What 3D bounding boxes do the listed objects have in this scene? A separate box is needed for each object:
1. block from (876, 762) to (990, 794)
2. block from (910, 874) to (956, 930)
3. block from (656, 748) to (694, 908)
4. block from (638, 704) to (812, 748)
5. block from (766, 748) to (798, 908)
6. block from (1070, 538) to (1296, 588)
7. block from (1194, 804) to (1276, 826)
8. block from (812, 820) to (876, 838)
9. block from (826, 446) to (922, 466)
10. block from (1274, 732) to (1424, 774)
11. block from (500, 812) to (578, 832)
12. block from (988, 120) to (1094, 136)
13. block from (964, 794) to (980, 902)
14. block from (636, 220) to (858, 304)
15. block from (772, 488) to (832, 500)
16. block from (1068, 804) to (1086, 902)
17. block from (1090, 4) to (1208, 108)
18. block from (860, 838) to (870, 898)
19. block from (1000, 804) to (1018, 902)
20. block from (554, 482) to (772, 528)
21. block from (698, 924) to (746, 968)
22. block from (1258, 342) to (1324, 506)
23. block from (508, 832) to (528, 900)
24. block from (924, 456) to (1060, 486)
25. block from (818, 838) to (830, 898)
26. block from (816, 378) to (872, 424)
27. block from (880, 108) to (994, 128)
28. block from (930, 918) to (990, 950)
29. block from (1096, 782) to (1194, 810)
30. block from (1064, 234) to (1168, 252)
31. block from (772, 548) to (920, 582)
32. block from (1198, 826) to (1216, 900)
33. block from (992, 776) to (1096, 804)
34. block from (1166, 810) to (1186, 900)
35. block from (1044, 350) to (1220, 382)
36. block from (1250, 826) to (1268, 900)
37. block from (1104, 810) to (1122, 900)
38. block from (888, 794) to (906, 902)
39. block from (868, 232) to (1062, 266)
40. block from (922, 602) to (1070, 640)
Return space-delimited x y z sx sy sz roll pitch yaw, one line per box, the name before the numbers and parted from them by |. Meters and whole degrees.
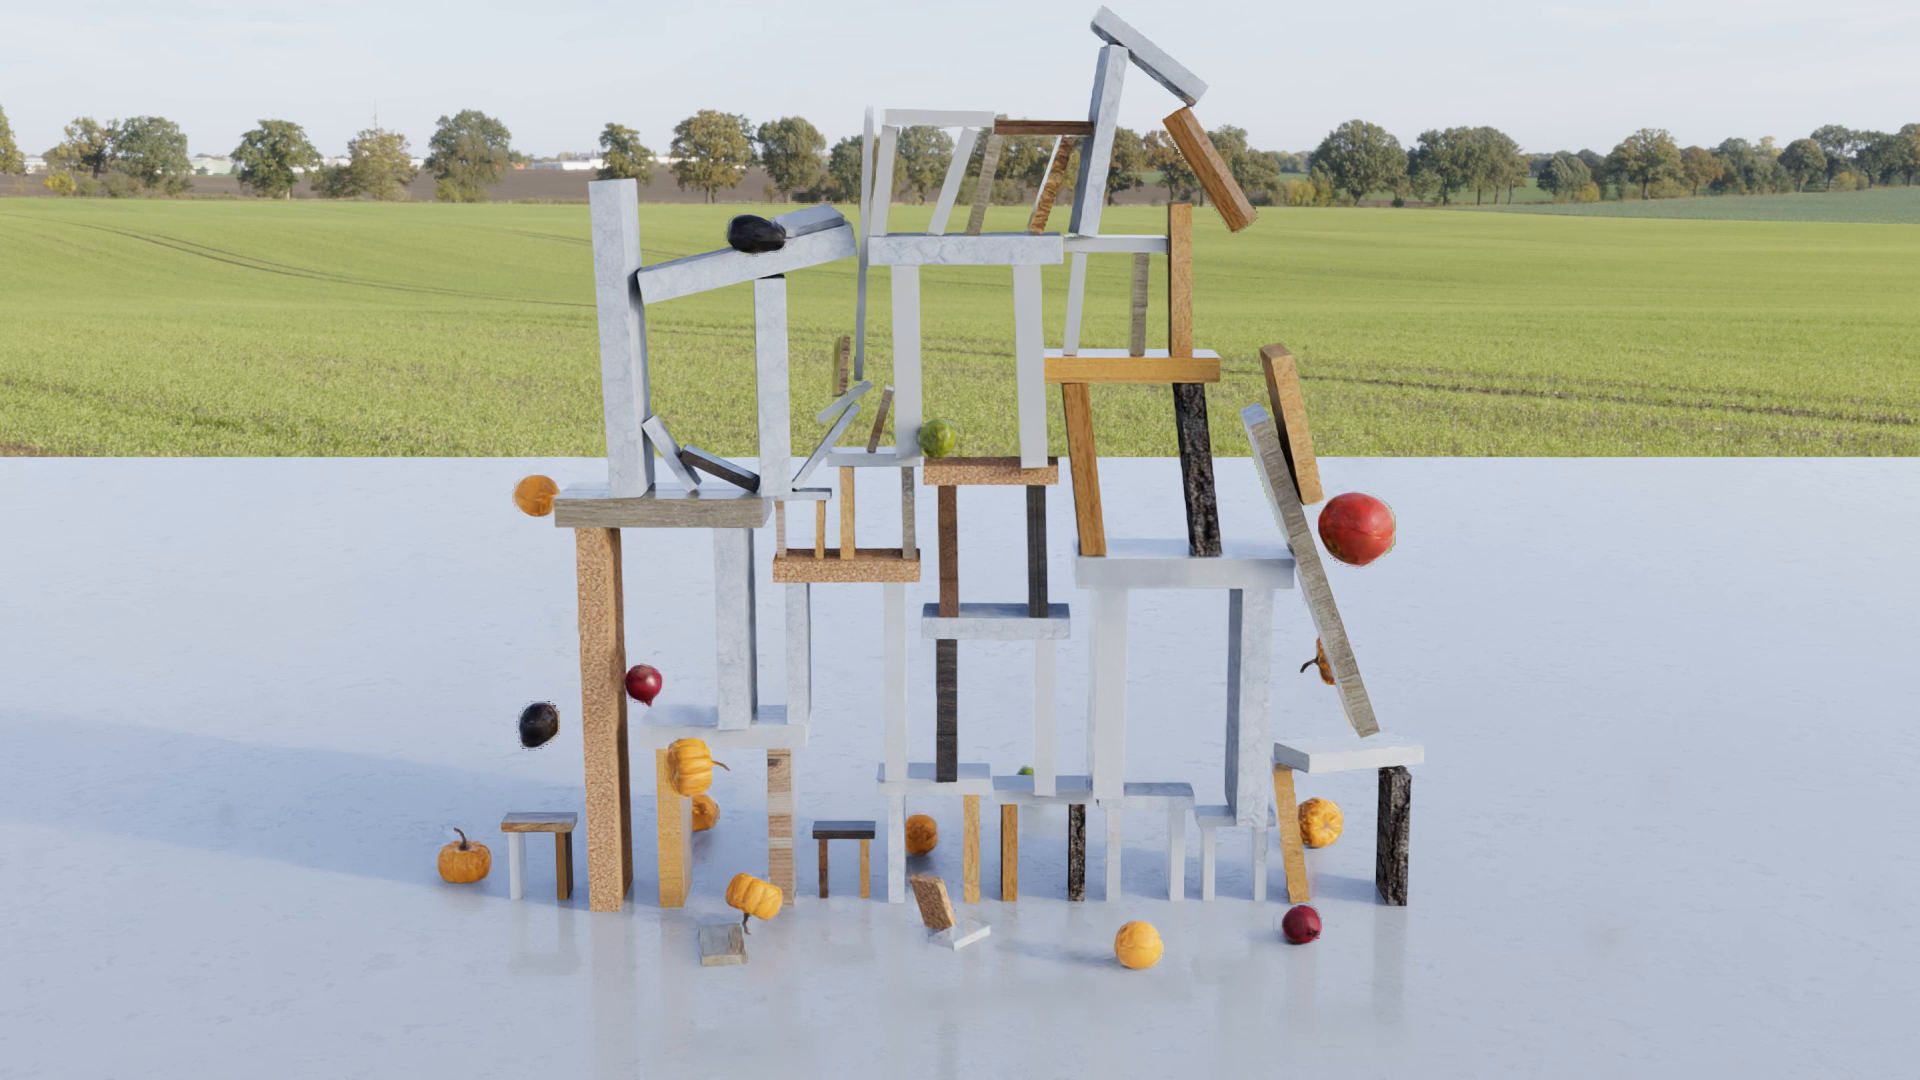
block | -0.043 0.394 3.635 0.185 0.026 0.093 0 11 0
block | -0.041 0.574 3.479 0.052 0.103 0.015 5 38 30
block | -0.473 0.457 3.646 0.038 0.269 0.135 0 11 0
block | -0.384 0.306 3.618 0.269 0.038 0.135 0 11 0
block | -0.293 0.457 3.646 0.038 0.269 0.135 0 11 0
block | 0.357 0.037 3.566 0.346 0.049 0.173 0 10 0
block | 0.454 0.456 3.640 0.128 0.018 0.064 0 11 0
block | -0.192 0.481 3.652 0.103 0.015 0.051 0 11 0
block | -0.138 -0.134 3.540 0.149 0.021 0.075 0 11 0
block | 0.643 0.352 3.640 0.221 0.031 0.110 -2 8 -23
block | -0.697 0.468 3.646 0.116 0.016 0.058 0 11 0
block | 0.125 -0.644 3.436 0.155 0.022 0.077 0 11 -6
block | 0.019 0.498 3.654 0.026 0.185 0.093 0 11 0
block | -0.337 -0.443 3.497 0.342 0.048 0.171 -14 11 -3
block | -0.255 -0.074 3.541 0.094 0.013 0.047 0 11 -2
block | 0.194 0.507 3.658 0.024 0.167 0.084 0 11 0
block | 0.294 -0.754 3.433 0.206 0.029 0.103 37 5 -2
block | -0.158 0.539 3.663 0.015 0.103 0.051 0 11 0
block | 0.081 0.507 3.658 0.024 0.167 0.084 0 11 -2
block | -0.474 -0.057 3.543 0.329 0.047 0.164 0 11 0
block | -0.370 0.629 3.413 0.066 0.019 0.131 -2 11 -9
block | 0.517 -0.182 3.435 0.034 0.237 0.118 -14 14 1
block | -0.736 0.533 3.658 0.016 0.116 0.058 0 11 0
block | 0.050 -0.112 3.534 0.215 0.030 0.108 0 11 1
block | -0.226 0.539 3.663 0.015 0.103 0.051 0 11 0
block | -0.186 -0.223 3.532 0.103 0.015 0.051 -36 7 -1
block | -0.036 -0.656 3.418 0.169 0.024 0.085 0 11 -7
block | 0.002 0.621 3.464 0.047 0.013 0.095 8 13 36
block | 0.306 0.423 3.642 0.158 0.022 0.079 0 11 0
block | 0.246 -0.468 3.471 0.161 0.023 0.081 1 10 3
block | -0.182 0.041 3.566 0.235 0.033 0.117 0 11 0
block | 0.411 0.528 3.655 0.018 0.128 0.064 0 11 0
block | 0.138 0.413 3.639 0.167 0.024 0.084 0 11 -1
block | 0.358 0.512 3.658 0.022 0.158 0.079 0 11 0
block | 0.271 -0.278 3.506 0.275 0.039 0.137 0 10 1
block | 0.496 0.528 3.655 0.018 0.128 0.064 0 11 0
block | 0.253 0.512 3.658 0.022 0.158 0.079 0 11 0
block | -0.105 0.499 3.654 0.026 0.185 0.093 0 11 0
block | 0.009 -0.461 3.469 0.301 0.043 0.150 0 11 0
block | 0.059 0.132 3.579 0.238 0.034 0.119 0 11 1
